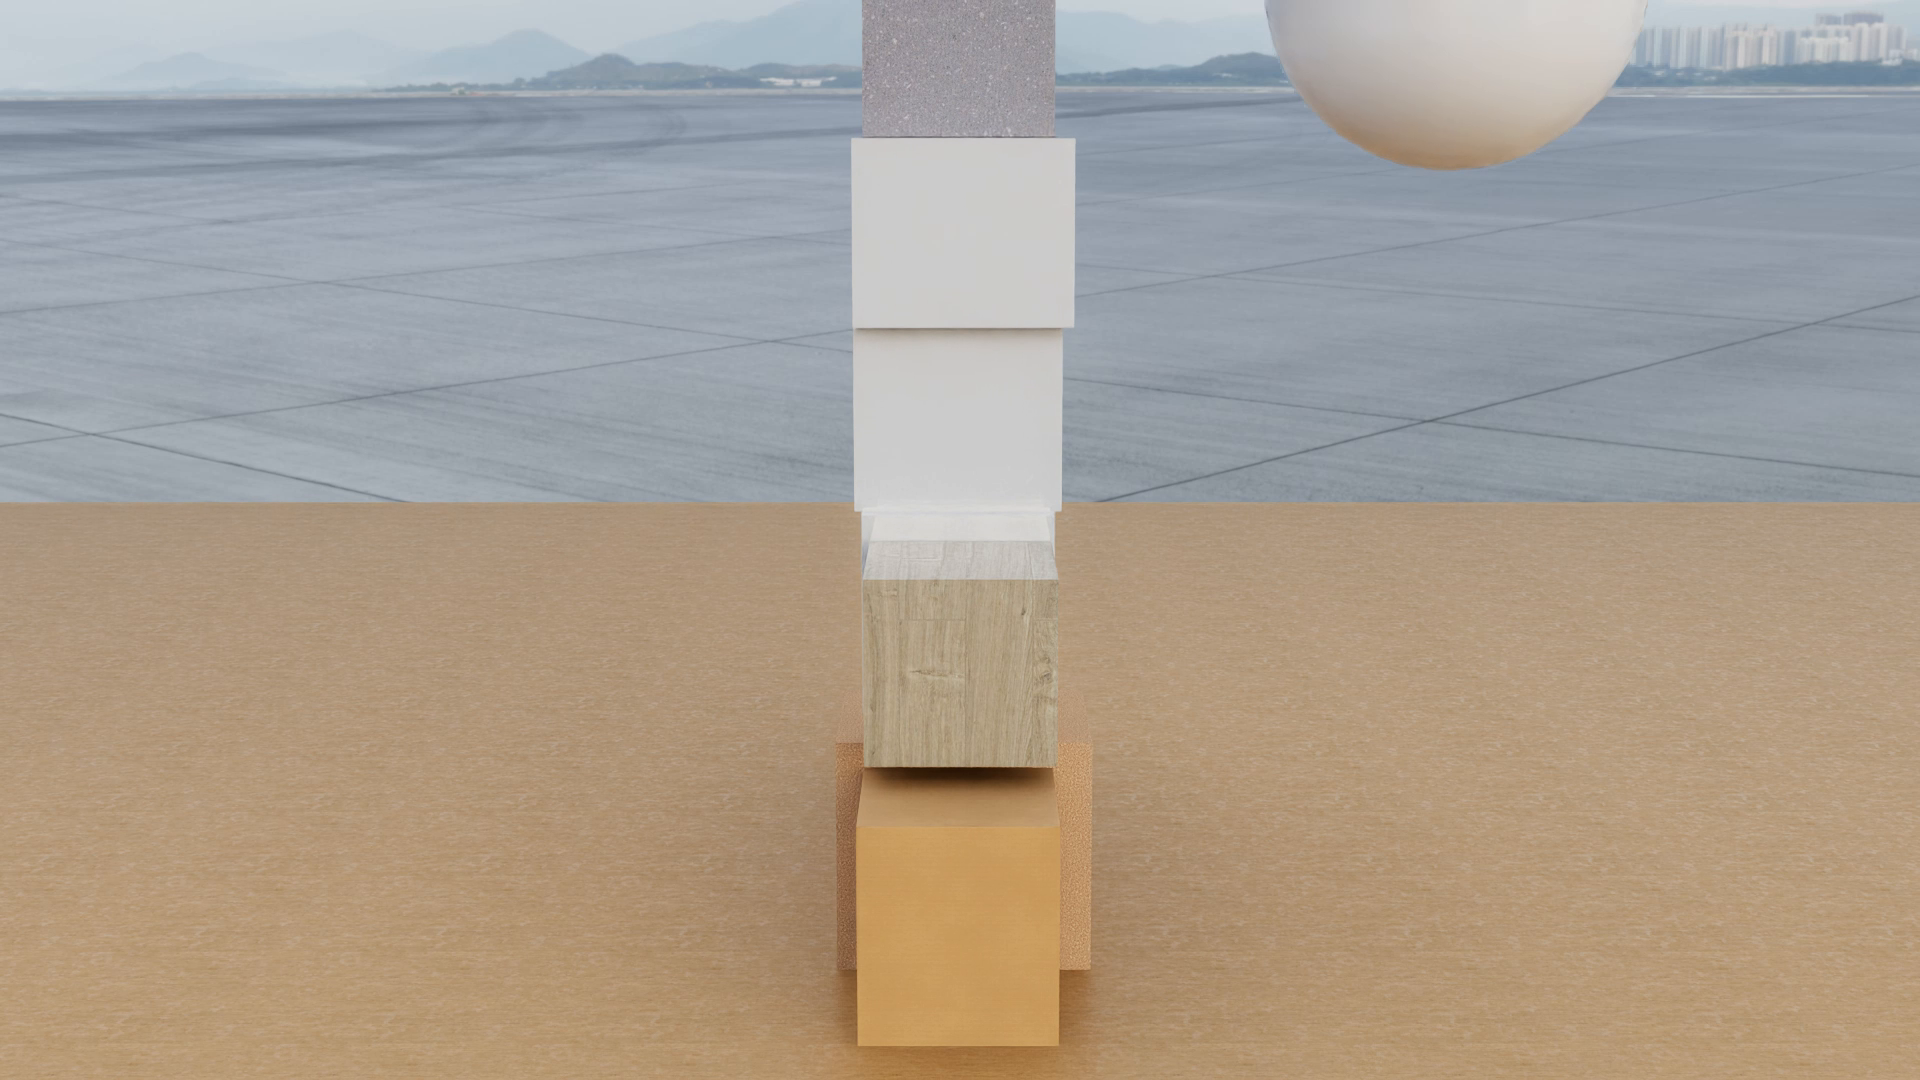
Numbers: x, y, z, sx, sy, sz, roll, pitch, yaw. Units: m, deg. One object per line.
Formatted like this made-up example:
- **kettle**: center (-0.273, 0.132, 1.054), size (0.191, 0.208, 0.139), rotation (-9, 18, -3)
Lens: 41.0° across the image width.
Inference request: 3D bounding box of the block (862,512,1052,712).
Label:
- **block**: center (-0.014, 0.240, 10.775), size (0.765, 0.814, 0.776), rotation (0, 9, 0)

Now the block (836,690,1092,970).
- **block**: center (0.016, 1.171, 10.529), size (1.005, 0.929, 0.869), rotation (0, 10, 0)

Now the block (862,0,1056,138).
- **block**: center (-0.005, -2.097, 10.844), size (0.790, 0.772, 0.745), rotation (0, 9, 0)

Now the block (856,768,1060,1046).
- **block**: center (-0.006, 1.371, 9.706), size (0.736, 0.831, 0.801), rotation (0, 10, 0)

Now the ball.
- **ball**: center (2.074, -2.353, 10.752), size (1.600, 1.600, 1.600), rotation (0, 10, 0)

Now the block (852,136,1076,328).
- **block**: center (0.013, -1.287, 10.597), size (0.881, 0.745, 0.910), rotation (0, 9, 0)

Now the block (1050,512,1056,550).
- **block**: center (-0.009, 0.010, 12.381), size (0.899, 0.828, 0.907), rotation (0, 10, 0)

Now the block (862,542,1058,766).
- **block**: center (0.002, 0.430, 9.999), size (0.729, 0.719, 0.787), rotation (0, 10, 0)

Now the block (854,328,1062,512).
- **block**: center (-0.008, -0.551, 10.748), size (0.843, 0.755, 0.765), rotation (0, 9, 0)
